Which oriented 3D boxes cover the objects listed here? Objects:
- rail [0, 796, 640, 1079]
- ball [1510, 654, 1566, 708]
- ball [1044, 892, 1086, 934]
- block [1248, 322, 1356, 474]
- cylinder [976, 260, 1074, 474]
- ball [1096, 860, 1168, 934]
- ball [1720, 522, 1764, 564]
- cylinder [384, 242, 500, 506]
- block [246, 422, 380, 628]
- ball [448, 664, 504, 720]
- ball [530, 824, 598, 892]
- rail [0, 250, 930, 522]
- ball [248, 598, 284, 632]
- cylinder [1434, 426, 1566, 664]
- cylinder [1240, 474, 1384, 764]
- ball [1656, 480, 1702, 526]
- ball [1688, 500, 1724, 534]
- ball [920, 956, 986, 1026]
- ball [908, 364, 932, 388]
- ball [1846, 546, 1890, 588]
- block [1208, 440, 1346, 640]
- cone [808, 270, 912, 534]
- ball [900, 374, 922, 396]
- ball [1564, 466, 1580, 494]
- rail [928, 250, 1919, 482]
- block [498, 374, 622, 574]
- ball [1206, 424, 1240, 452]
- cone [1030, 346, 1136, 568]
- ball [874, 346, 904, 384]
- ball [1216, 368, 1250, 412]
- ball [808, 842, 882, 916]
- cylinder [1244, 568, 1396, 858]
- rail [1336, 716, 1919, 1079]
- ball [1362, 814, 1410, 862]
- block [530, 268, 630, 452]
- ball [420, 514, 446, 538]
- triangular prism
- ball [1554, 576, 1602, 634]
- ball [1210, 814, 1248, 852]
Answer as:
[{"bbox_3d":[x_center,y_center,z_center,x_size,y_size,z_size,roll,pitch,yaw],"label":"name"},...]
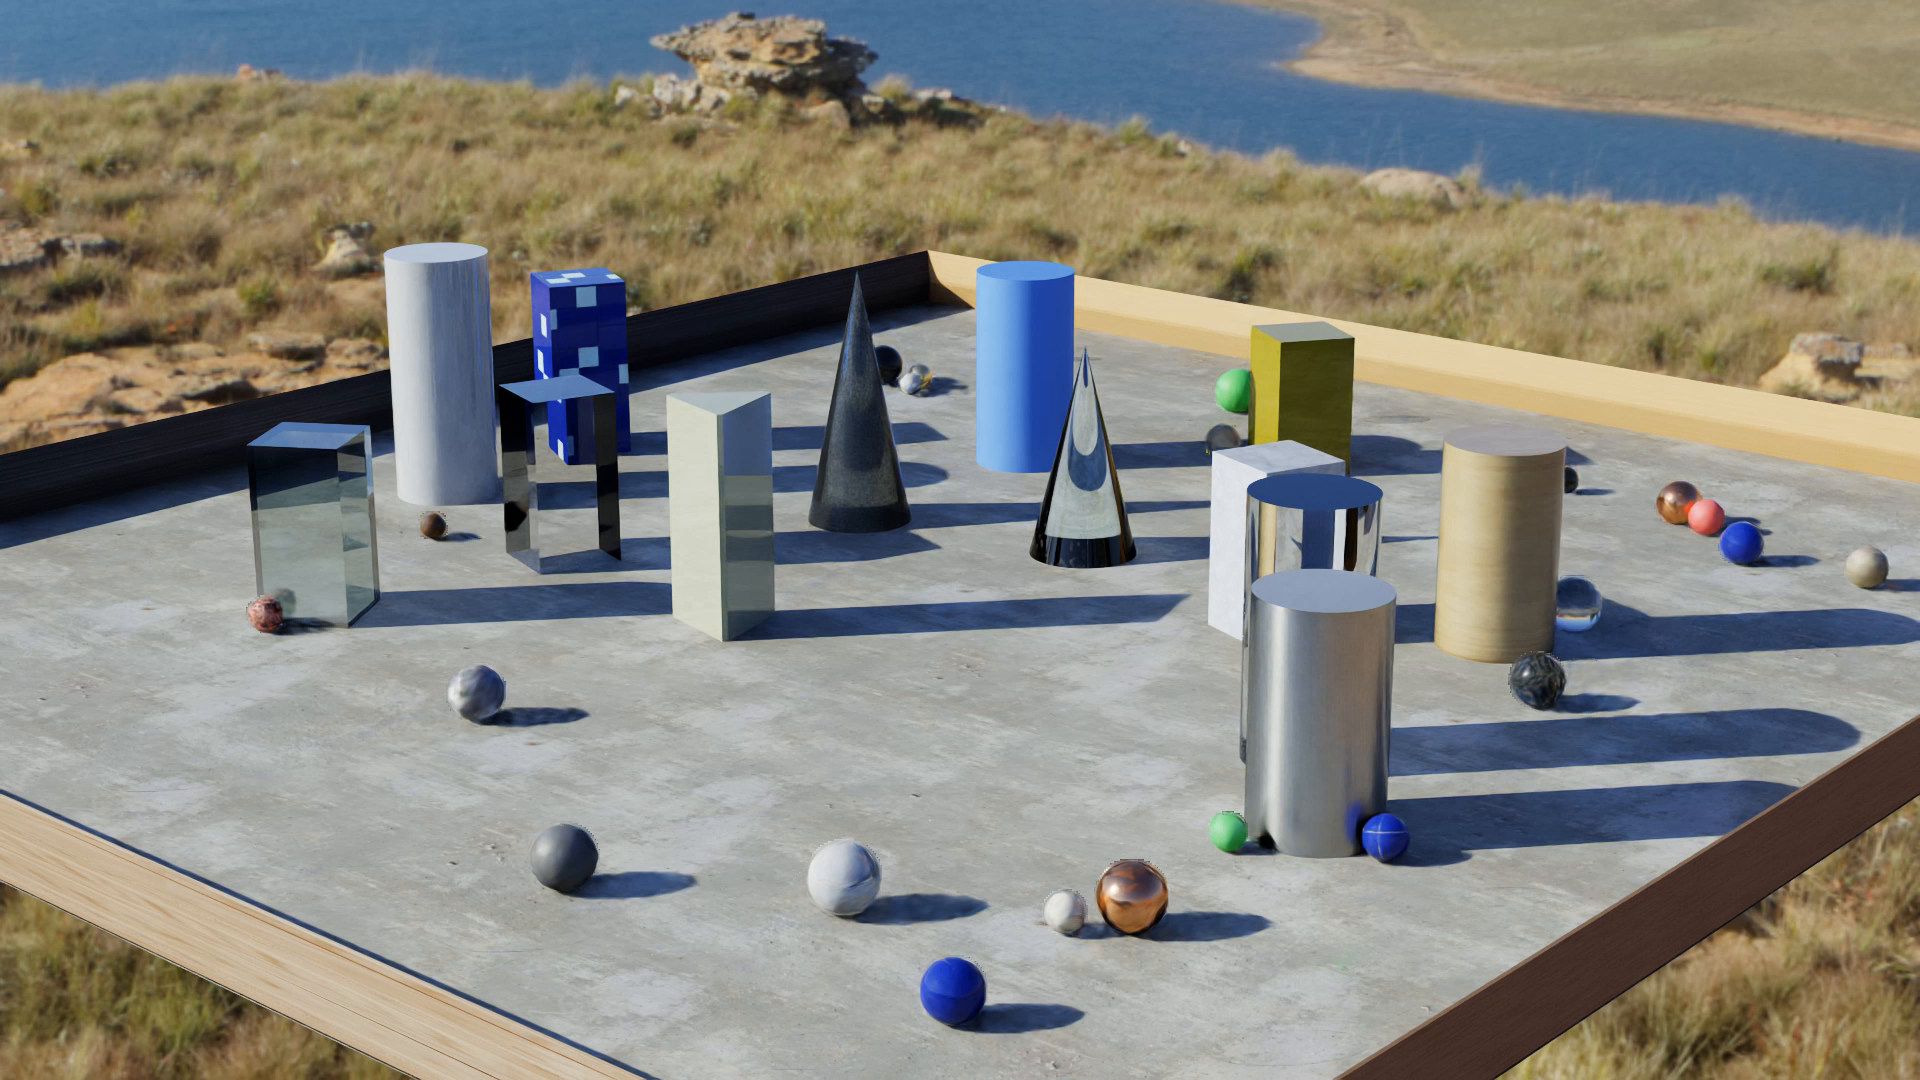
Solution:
[{"bbox_3d":[-1.161,0.418,3.839,3.334,0.128,0.045,14,22,39],"label":"rail"},{"bbox_3d":[0.903,0.219,4.578,0.084,0.084,0.084,0,17,0],"label":"ball"},{"bbox_3d":[0.135,0.479,3.769,0.054,0.054,0.054,0,17,0],"label":"ball"},{"bbox_3d":[0.685,-0.282,5.903,0.158,0.281,0.158,-5,17,-15],"label":"block"},{"bbox_3d":[0.131,-0.352,5.936,0.197,0.394,0.197,0,17,0],"label":"cylinder"},{"bbox_3d":[0.222,0.459,3.768,0.093,0.093,0.093,0,17,0],"label":"ball"},{"bbox_3d":[1.414,0.005,5.302,0.077,0.077,0.077,0,17,0],"label":"ball"},{"bbox_3d":[-1.005,-0.323,5.694,0.197,0.478,0.197,0,17,0],"label":"cylinder"},{"bbox_3d":[-1.099,-0.027,4.996,0.158,0.314,0.158,3,17,9],"label":"block"},{"bbox_3d":[-0.746,0.236,4.520,0.087,0.087,0.087,0,17,0],"label":"ball"},{"bbox_3d":[-0.526,0.422,3.897,0.089,0.089,0.089,0,17,0],"label":"ball"},{"bbox_3d":[-1.241,-0.279,6.151,0.045,0.128,3.590,14,22,39],"label":"rail"},{"bbox_3d":[-1.168,0.126,4.936,0.057,0.057,0.057,0,17,0],"label":"ball"},{"bbox_3d":[0.887,0.006,4.826,0.197,0.351,0.197,0,17,0],"label":"cylinder"},{"bbox_3d":[0.516,0.126,4.320,0.197,0.411,0.197,0,17,0],"label":"cylinder"},{"bbox_3d":[1.360,-0.070,5.539,0.085,0.085,0.085,0,17,0],"label":"ball"},{"bbox_3d":[1.395,-0.042,5.478,0.066,0.066,0.066,0,17,0],"label":"ball"},{"bbox_3d":[-0.008,0.541,3.517,0.081,0.081,0.081,0,17,0],"label":"ball"},{"bbox_3d":[-0.088,-0.367,6.575,0.056,0.056,0.056,0,17,0],"label":"ball"},{"bbox_3d":[1.598,0.048,5.164,0.075,0.075,0.075,0,17,0],"label":"ball"},{"bbox_3d":[0.529,0.006,4.904,0.158,0.304,0.158,-9,19,-28],"label":"block"},{"bbox_3d":[-0.191,-0.272,5.518,0.197,0.483,0.197,0,17,0],"label":"cone"},{"bbox_3d":[-0.109,-0.347,6.518,0.049,0.049,0.049,0,17,0],"label":"ball"},{"bbox_3d":[1.187,-0.118,5.750,0.054,0.054,0.054,0,17,0],"label":"ball"},{"bbox_3d":[1.161,-0.354,6.400,3.334,0.128,0.045,14,22,39],"label":"rail"},{"bbox_3d":[-0.723,-0.120,5.302,0.158,0.317,0.158,-10,19,-29],"label":"block"},{"bbox_3d":[0.539,-0.204,6.007,0.070,0.070,0.070,0,17,0],"label":"ball"},{"bbox_3d":[0.225,-0.164,5.319,0.197,0.390,0.197,0,17,0],"label":"cone"},{"bbox_3d":[-0.172,-0.396,6.613,0.087,0.087,0.087,0,17,0],"label":"ball"},{"bbox_3d":[0.601,-0.323,6.360,0.096,0.096,0.096,0,17,0],"label":"ball"},{"bbox_3d":[-0.151,0.441,3.820,0.097,0.097,0.097,0,17,0],"label":"ball"},{"bbox_3d":[0.496,0.238,4.050,0.197,0.354,0.197,0,17,0],"label":"cylinder"},{"bbox_3d":[1.241,0.343,4.088,0.045,0.128,3.590,14,22,39],"label":"rail"},{"bbox_3d":[0.579,0.405,3.995,0.064,0.064,0.064,0,17,0],"label":"ball"},{"bbox_3d":[-0.783,-0.367,6.050,0.158,0.357,0.158,-7,18,-21],"label":"block"},{"bbox_3d":[-0.980,-0.026,5.455,0.048,0.048,0.048,0,17,0],"label":"ball"},{"bbox_3d":[-0.380,-0.050,4.939,0.148,0.391,0.171,-12,20,-34],"label":"triangular prism"},{"bbox_3d":[1.028,0.109,4.911,0.095,0.095,0.095,0,17,0],"label":"ball"},{"bbox_3d":[0.369,0.402,4.028,0.052,0.052,0.052,0,17,0],"label":"ball"}]
